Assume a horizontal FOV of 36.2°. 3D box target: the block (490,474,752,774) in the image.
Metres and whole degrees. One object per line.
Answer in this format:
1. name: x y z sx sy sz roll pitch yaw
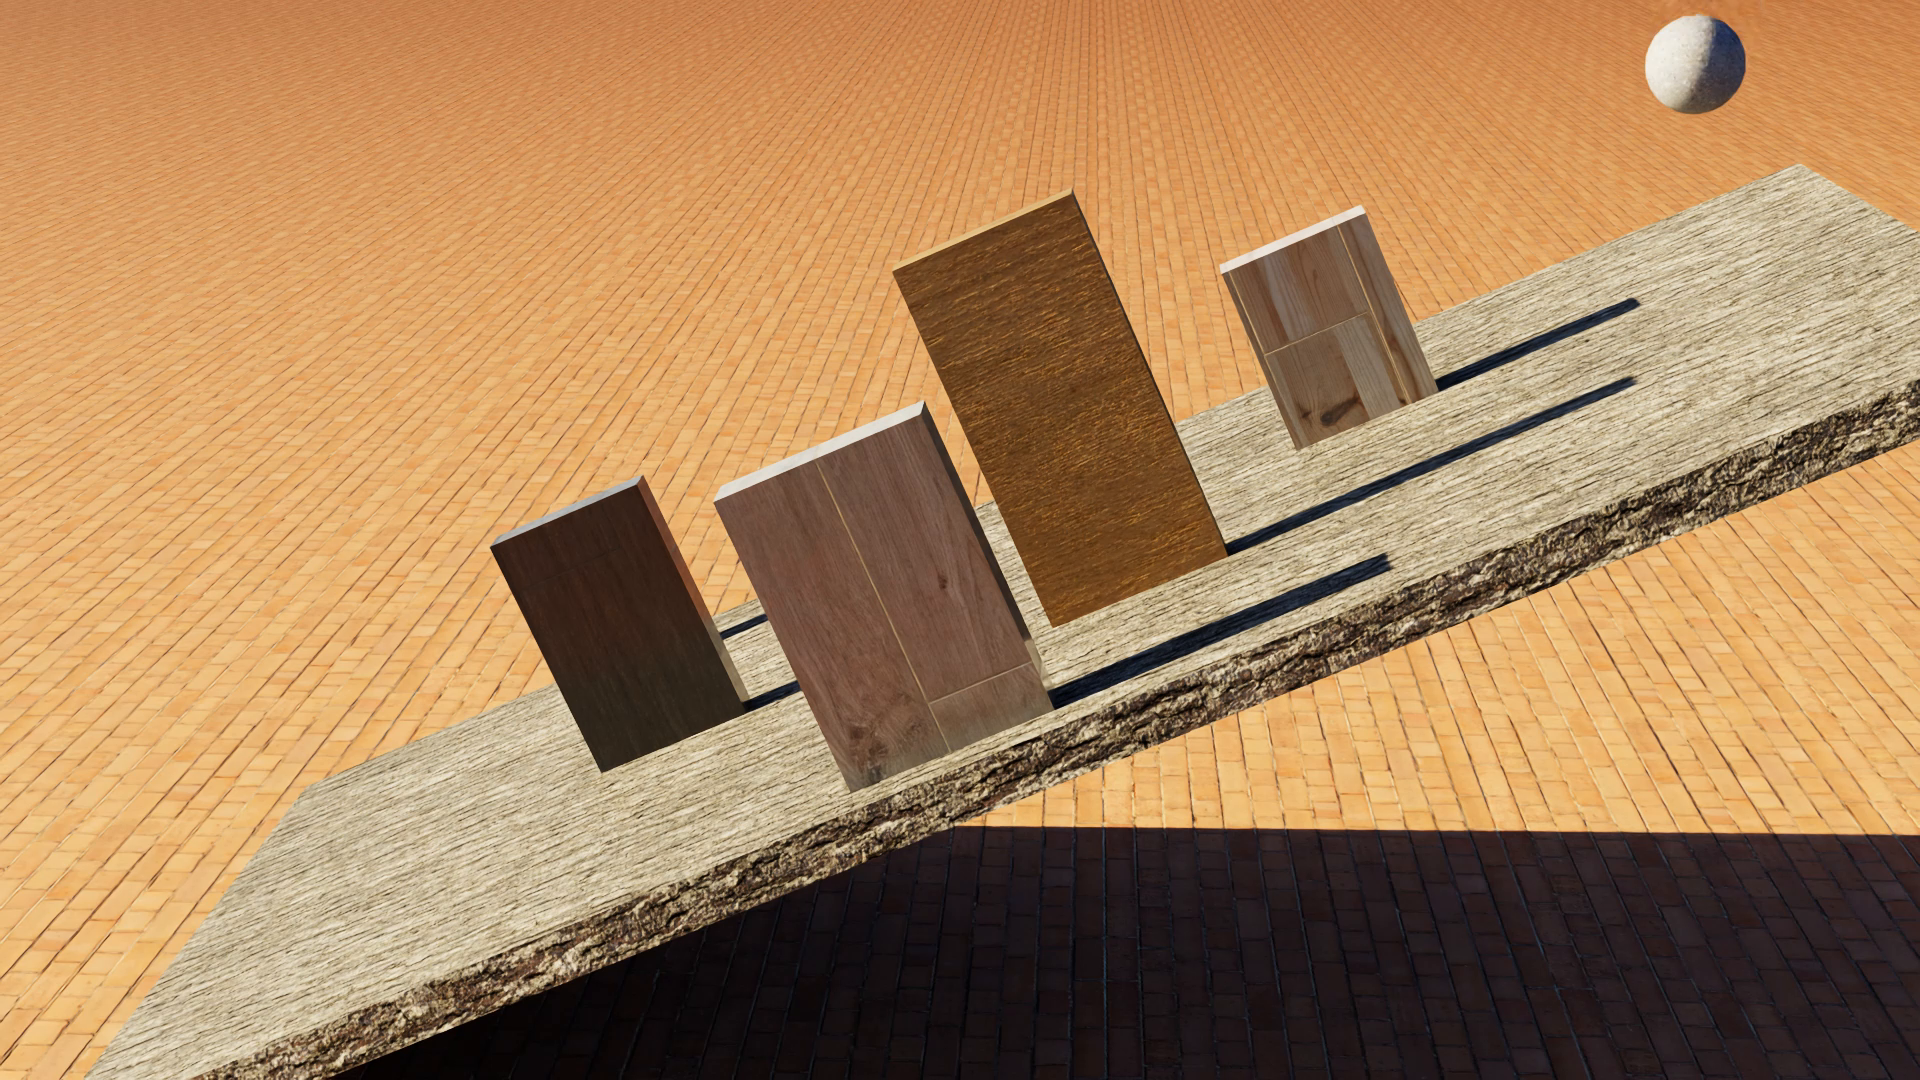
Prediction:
1. block: -0.727 0.182 6.331 0.349 0.553 0.092 -23 13 8

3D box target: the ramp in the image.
1. ramp: 0.131 0.170 6.285 4.000 0.100 2.000 -23 13 8

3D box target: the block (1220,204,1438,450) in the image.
1. block: 0.803 -0.461 6.405 0.333 0.426 0.113 -23 13 8

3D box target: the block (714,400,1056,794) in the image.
1. block: -0.134 0.106 5.419 0.412 0.606 0.122 -23 13 8

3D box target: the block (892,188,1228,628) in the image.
1. block: 0.203 -0.257 5.848 0.382 0.792 0.085 -23 13 8

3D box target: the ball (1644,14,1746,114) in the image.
1. ball: 1.518 -0.981 6.072 0.203 0.203 0.203 0 15 0
